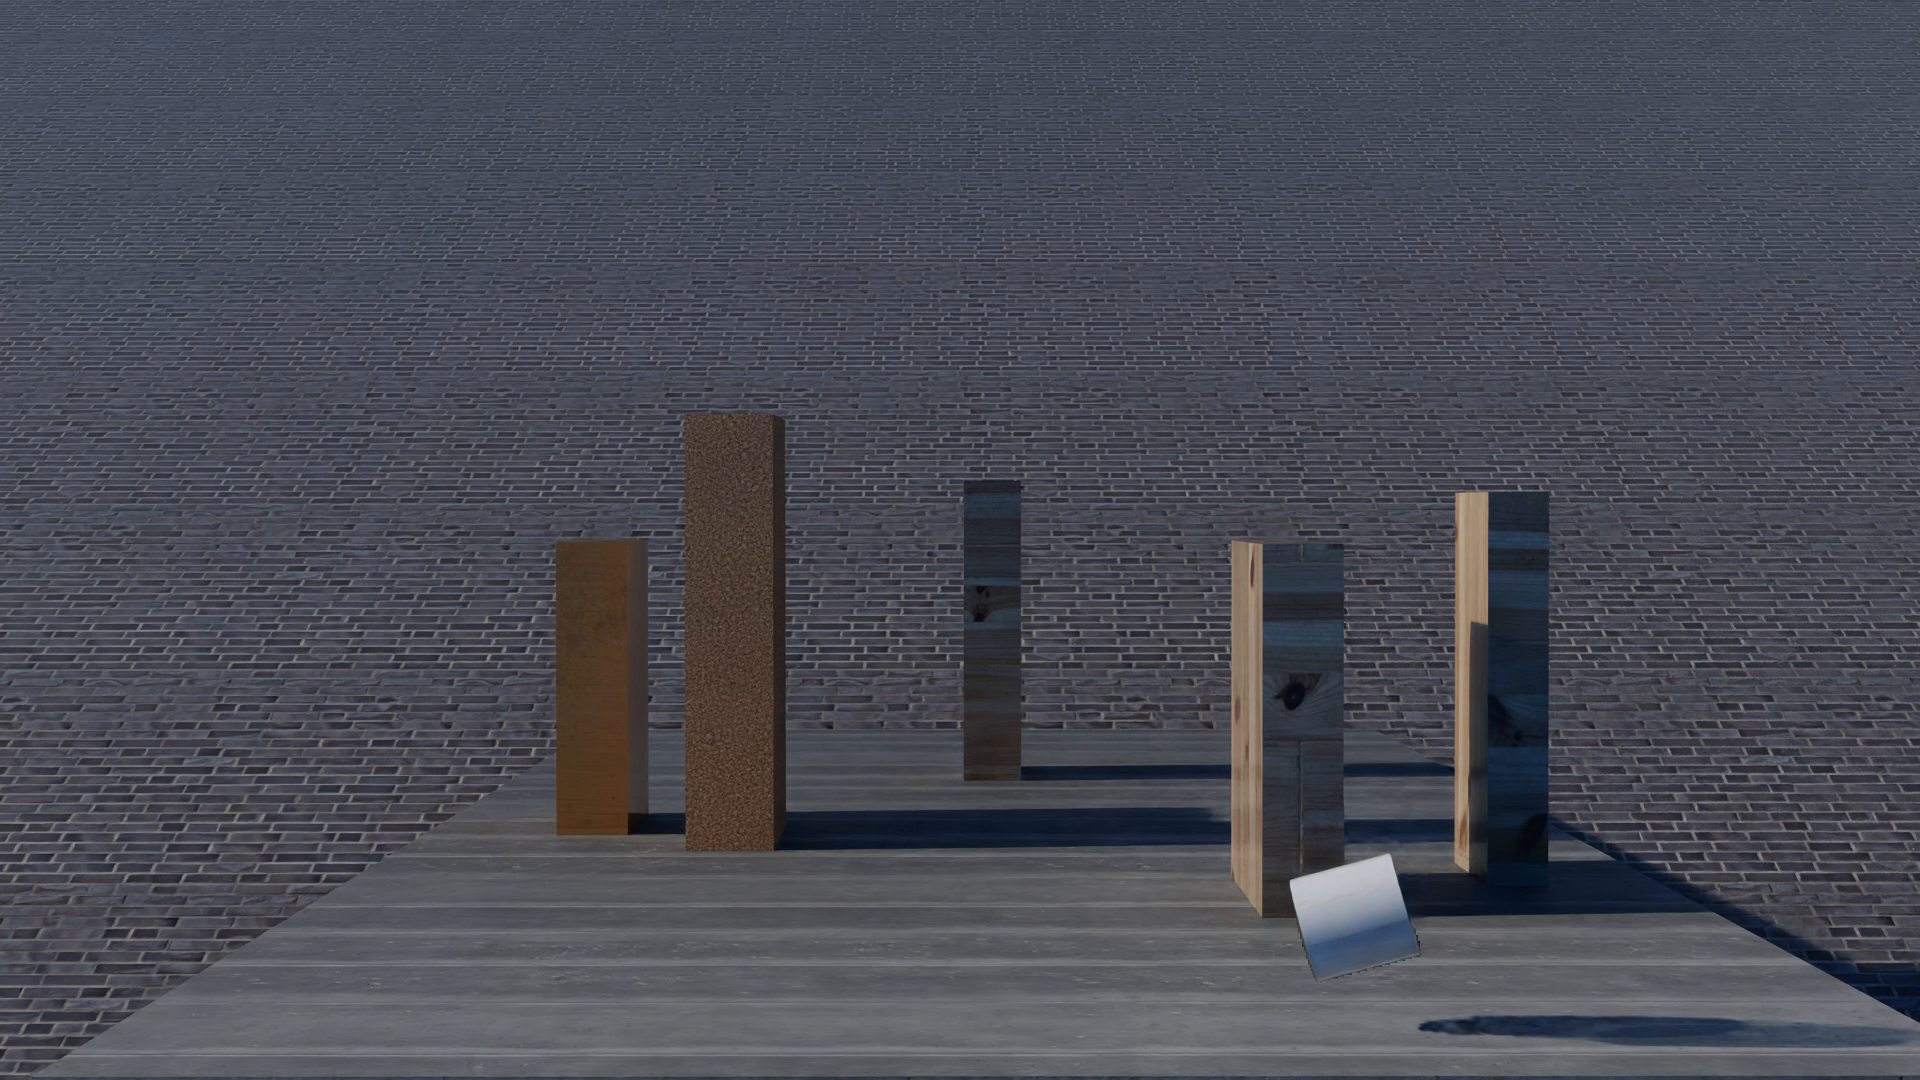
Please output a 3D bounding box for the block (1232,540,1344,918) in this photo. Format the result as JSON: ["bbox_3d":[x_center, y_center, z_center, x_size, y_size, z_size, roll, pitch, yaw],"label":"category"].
[{"bbox_3d":[0.477,0.263,3.796,0.113,0.520,0.406,0,1,0],"label":"block"}]

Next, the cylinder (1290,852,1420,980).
[{"bbox_3d":[0.431,0.412,2.825,0.114,0.114,0.114,-16,27,8],"label":"cylinder"}]

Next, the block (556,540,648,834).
[{"bbox_3d":[-0.642,0.257,4.654,0.124,0.511,0.306,0,1,0],"label":"block"}]

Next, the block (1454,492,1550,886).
[{"bbox_3d":[0.841,0.223,4.020,0.092,0.594,0.258,0,1,0],"label":"block"}]

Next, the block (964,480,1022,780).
[{"bbox_3d":[0.067,0.187,5.520,0.119,0.625,0.282,0,1,0],"label":"block"}]

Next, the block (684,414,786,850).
[{"bbox_3d":[-0.384,0.152,4.447,0.147,0.726,0.305,0,1,0],"label":"block"}]

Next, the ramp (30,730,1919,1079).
[{"bbox_3d":[0.063,0.563,4.601,2.000,0.100,4.000,0,1,0],"label":"ramp"}]
